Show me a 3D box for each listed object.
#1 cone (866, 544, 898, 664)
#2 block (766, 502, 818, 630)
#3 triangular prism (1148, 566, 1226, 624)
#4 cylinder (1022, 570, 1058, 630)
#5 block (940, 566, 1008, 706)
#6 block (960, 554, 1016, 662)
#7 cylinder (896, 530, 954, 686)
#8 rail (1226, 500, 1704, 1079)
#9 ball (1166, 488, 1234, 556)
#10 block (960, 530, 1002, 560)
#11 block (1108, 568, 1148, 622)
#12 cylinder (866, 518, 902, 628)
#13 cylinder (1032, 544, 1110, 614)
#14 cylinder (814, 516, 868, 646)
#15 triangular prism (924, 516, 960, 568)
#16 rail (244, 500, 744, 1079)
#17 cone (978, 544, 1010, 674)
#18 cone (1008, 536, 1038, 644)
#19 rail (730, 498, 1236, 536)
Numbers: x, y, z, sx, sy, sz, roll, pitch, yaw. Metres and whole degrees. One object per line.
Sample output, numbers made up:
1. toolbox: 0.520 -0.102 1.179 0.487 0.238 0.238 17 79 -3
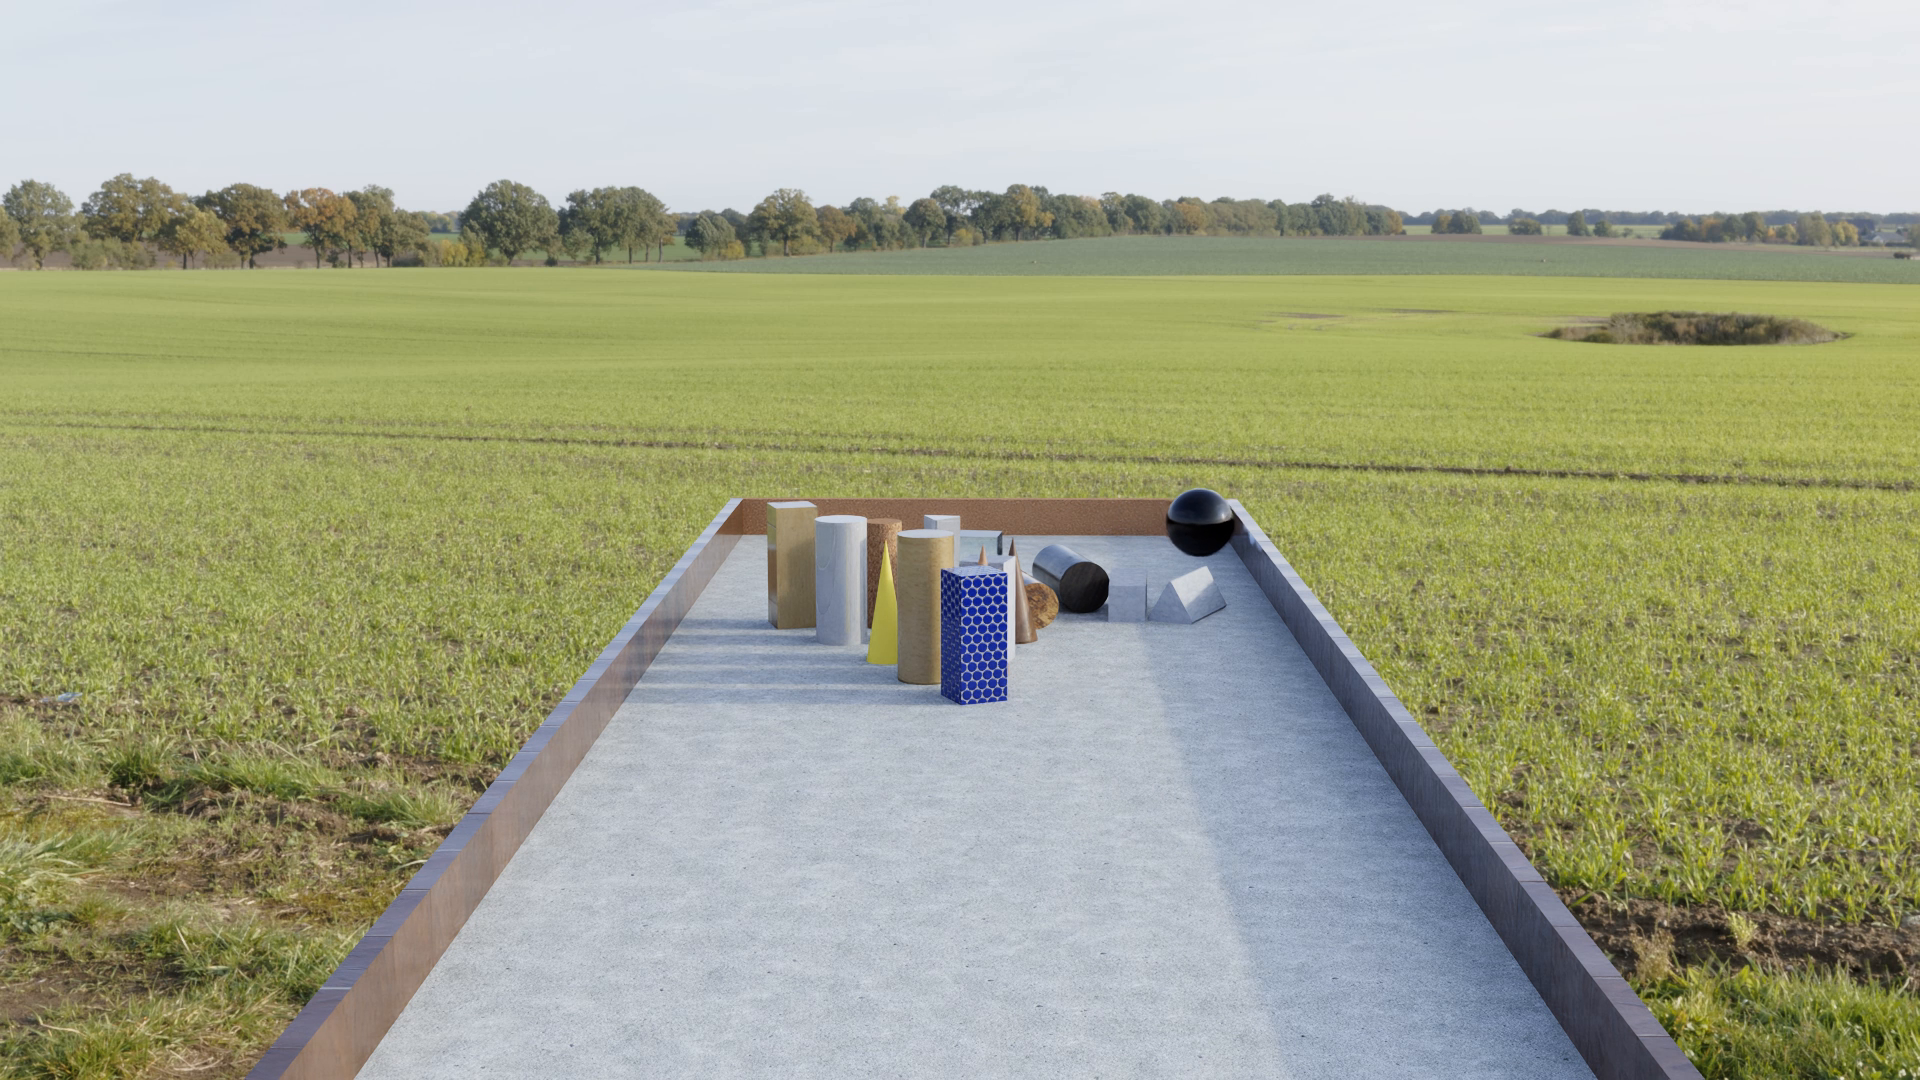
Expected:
1. cone: -0.224 0.181 6.668 0.122 0.375 0.122 0 9 0
2. block: -0.549 0.081 7.222 0.138 0.399 0.138 -3 9 -17
3. triangular prism: 0.769 0.180 7.421 0.156 0.135 0.343 4 10 26
4. cylinder: 0.194 0.182 7.368 0.153 0.153 0.441 -2 9 -14
5. block: 0.039 0.265 6.174 0.141 0.364 0.141 -4 10 -24
6. block: 0.083 0.212 6.669 0.138 0.315 0.138 3 9 16
7. cylinder: -0.100 0.194 6.409 0.166 0.431 0.166 0 9 0
8. rail: 1.046 0.843 3.208 0.050 0.150 12.000 0 9 1
9. ball: 0.937 -0.070 8.596 0.267 0.267 0.267 0 9 0
10. block: 0.061 0.131 7.198 0.139 0.308 0.139 1 9 8
11. block: 0.570 0.186 7.447 0.123 0.123 0.346 1 9 6
12. cylinder: -0.253 0.110 7.203 0.124 0.348 0.124 0 9 0
13. cylinder: 0.381 0.132 7.610 0.176 0.176 0.379 -2 9 -12
14. cylinder: -0.376 0.127 6.960 0.165 0.391 0.165 0 9 0
15. triangular prism: -0.075 0.122 6.974 0.100 0.396 0.115 8 12 40
16. rail: -1.004 0.839 3.234 0.050 0.150 12.000 0 9 1
17. cone: 0.063 0.199 6.492 0.177 0.389 0.177 2 8 0
18. cone: 0.168 0.153 6.988 0.163 0.331 0.163 0 9 0
19. rail: 0.099 -0.098 9.147 2.100 0.150 0.050 0 9 1
